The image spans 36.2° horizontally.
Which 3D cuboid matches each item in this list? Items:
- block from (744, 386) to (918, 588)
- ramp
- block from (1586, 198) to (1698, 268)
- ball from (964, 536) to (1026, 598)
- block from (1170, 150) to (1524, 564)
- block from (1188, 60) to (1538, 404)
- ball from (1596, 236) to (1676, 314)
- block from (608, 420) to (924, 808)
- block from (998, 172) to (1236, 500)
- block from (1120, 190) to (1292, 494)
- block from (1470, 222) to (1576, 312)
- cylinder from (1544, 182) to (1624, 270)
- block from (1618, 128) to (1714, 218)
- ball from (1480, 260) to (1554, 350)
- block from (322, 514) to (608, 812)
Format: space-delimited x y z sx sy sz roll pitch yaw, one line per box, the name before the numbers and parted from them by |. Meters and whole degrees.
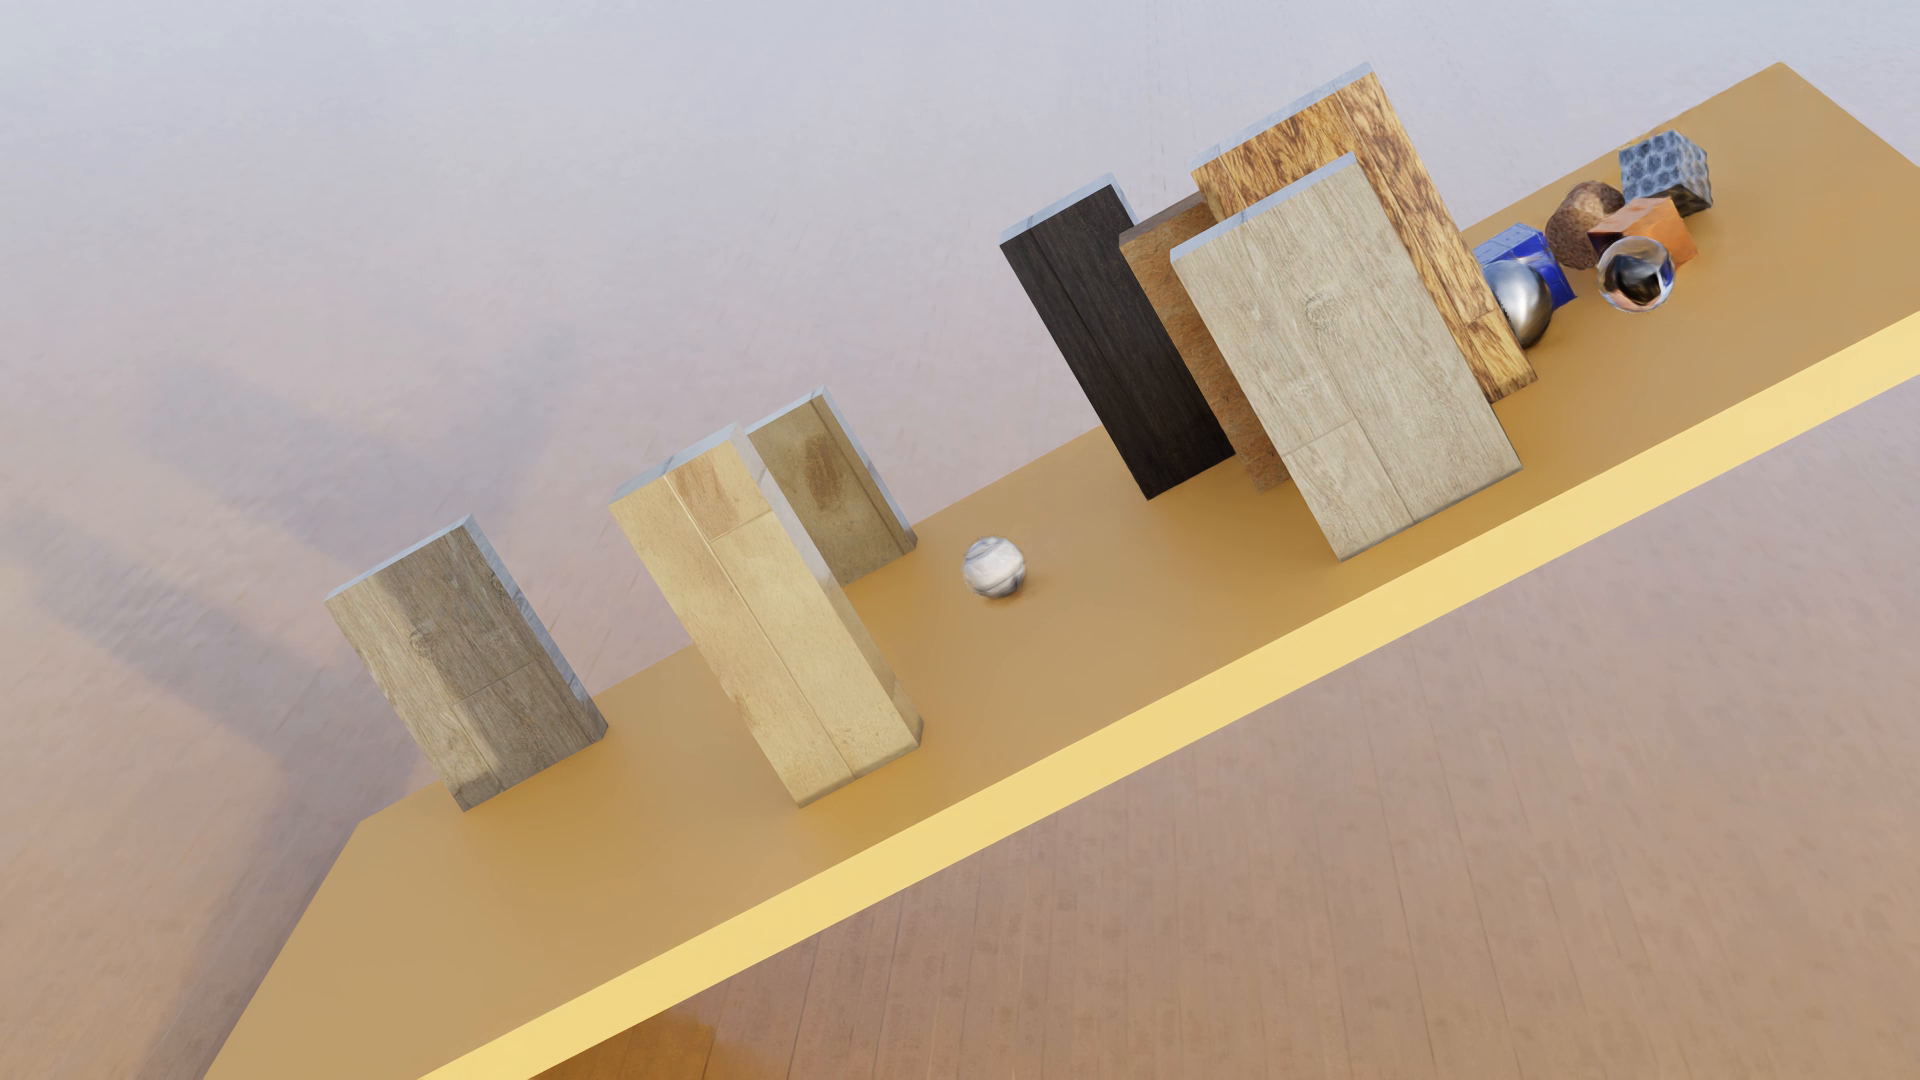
block | -0.333 -0.112 7.085 0.273 0.443 0.084 -28 15 12
ramp | 0.142 0.168 6.284 4.000 0.100 2.000 -28 15 12
block | 1.368 -0.596 5.898 0.130 0.130 0.130 -35 15 -14
ball | 0.074 0.059 6.316 0.132 0.132 0.132 0 18 0
block | 0.698 -0.326 5.311 0.371 0.645 0.103 -28 15 12
block | 0.784 -0.526 5.720 0.393 0.689 0.128 -28 15 12
ball | 1.310 -0.515 5.701 0.151 0.151 0.151 0 18 0
block | -0.372 0.149 5.736 0.274 0.717 0.131 -28 15 12
block | 0.365 -0.438 6.346 0.271 0.650 0.131 -28 15 12
block | 0.589 -0.421 5.960 0.280 0.591 0.121 -28 15 12
block | 1.149 -0.541 6.100 0.159 0.159 0.159 -31 14 1
cylinder | 1.321 -0.664 6.199 0.140 0.140 0.140 10 35 27
block | 1.465 -0.750 6.104 0.130 0.130 0.130 -21 -31 39
ball | 1.096 -0.469 5.909 0.187 0.187 0.187 0 18 0
block | -1.184 0.300 7.069 0.403 0.620 0.085 -28 15 12
